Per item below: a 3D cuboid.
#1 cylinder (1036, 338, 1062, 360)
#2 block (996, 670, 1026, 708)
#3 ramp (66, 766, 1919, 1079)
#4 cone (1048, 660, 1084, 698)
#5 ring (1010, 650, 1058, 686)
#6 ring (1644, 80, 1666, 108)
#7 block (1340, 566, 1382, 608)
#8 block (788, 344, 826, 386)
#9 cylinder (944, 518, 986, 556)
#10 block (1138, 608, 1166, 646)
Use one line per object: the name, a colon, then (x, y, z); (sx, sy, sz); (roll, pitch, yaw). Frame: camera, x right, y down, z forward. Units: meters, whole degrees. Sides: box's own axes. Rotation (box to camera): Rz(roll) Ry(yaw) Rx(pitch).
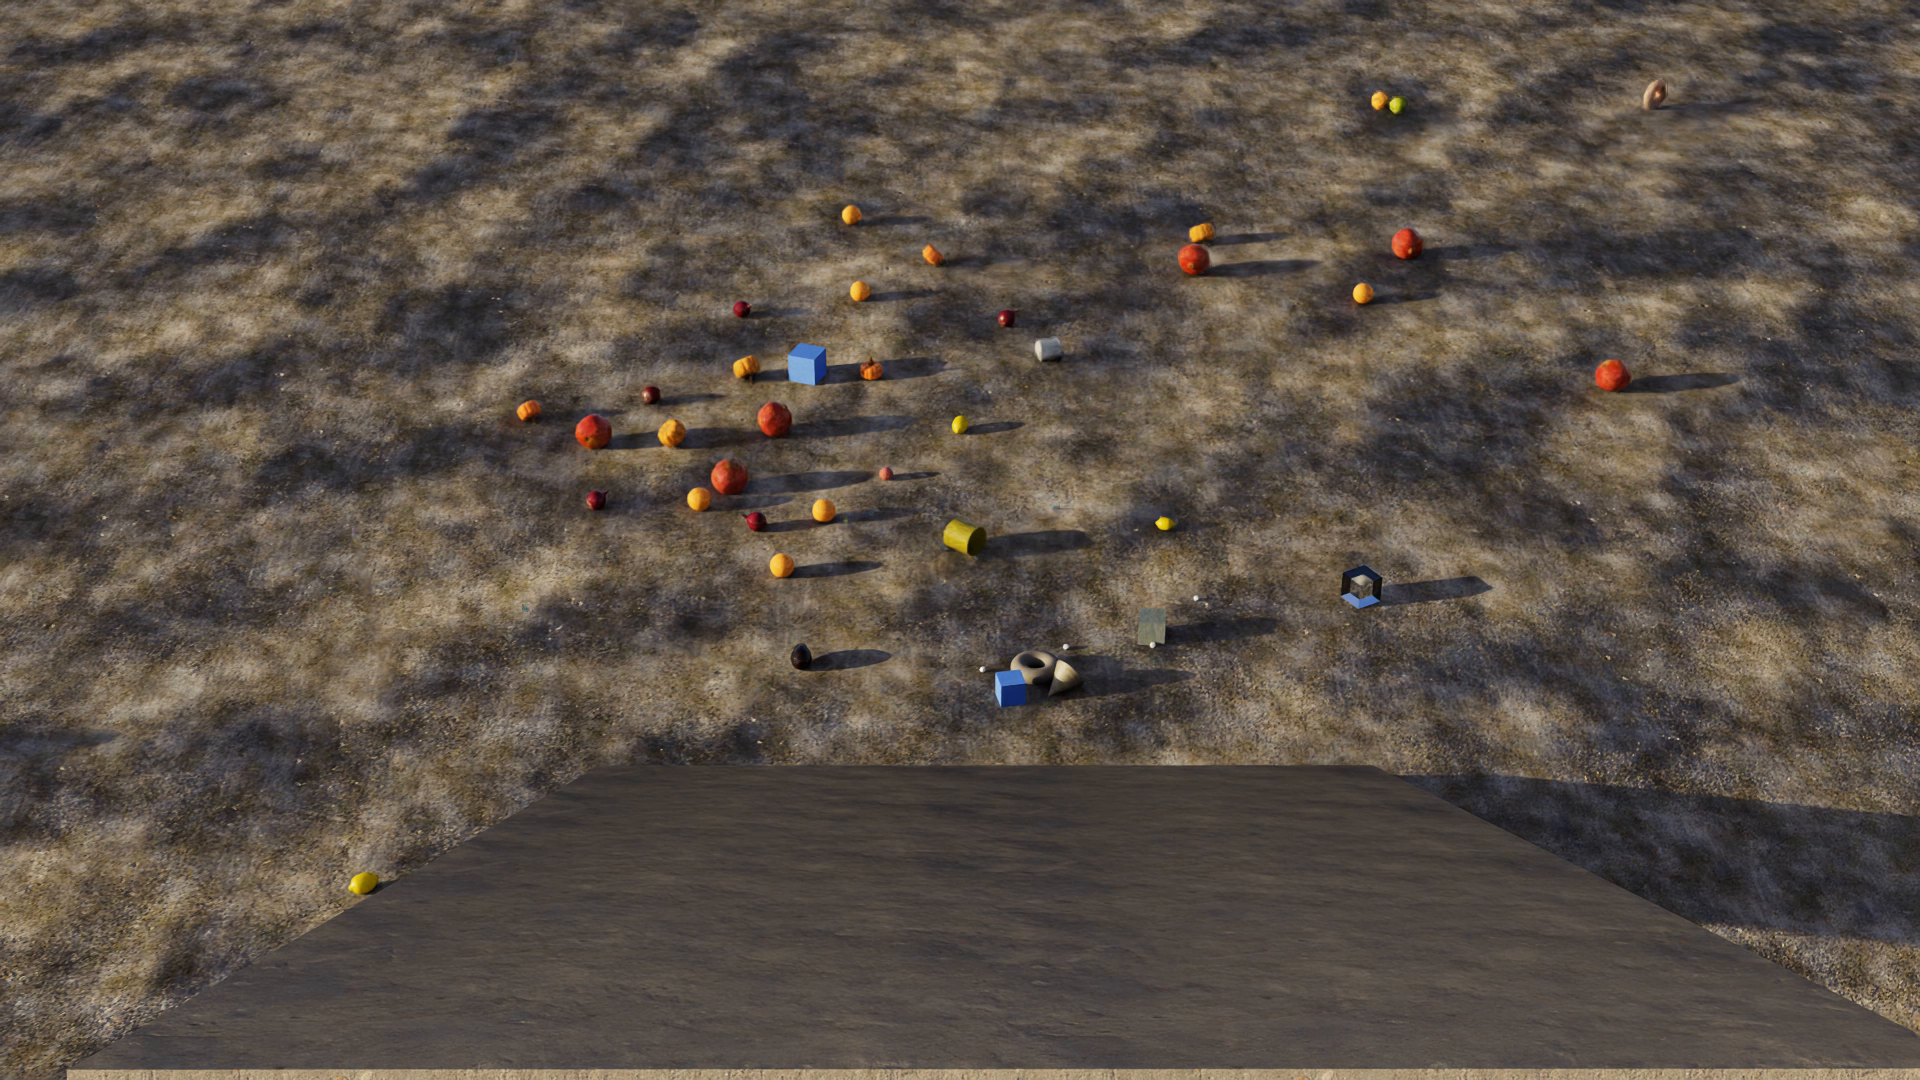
cylinder: (0.302, -0.648, 8.820); (0.069, 0.069, 0.069); (-9, 32, -14)
block: (0.139, 0.406, 7.083); (0.069, 0.069, 0.069); (-6, 32, -10)
ramp: (0.070, 0.617, 4.694); (2.000, 0.100, 4.000); (0, 0, 0)
cone: (0.272, 0.399, 7.120); (0.096, 0.096, 0.096); (29, 68, 39)
ring: (0.211, 0.354, 7.191); (0.142, 0.047, 0.142); (0, 30, 0)
ring: (2.879, -1.845, 10.733); (0.122, 0.122, 0.041); (-24, 44, -33)
block: (1.165, 0.136, 7.516); (0.081, 0.081, 0.081); (-18, 35, -26)
block: (-0.513, -0.591, 8.698); (0.096, 0.096, 0.096); (12, 33, 18)
cylinder: (0.014, -0.009, 7.744); (0.091, 0.091, 0.091); (23, 38, 33)
block: (0.545, 0.246, 7.340); (0.076, 0.076, 0.076); (3, 31, 6)
